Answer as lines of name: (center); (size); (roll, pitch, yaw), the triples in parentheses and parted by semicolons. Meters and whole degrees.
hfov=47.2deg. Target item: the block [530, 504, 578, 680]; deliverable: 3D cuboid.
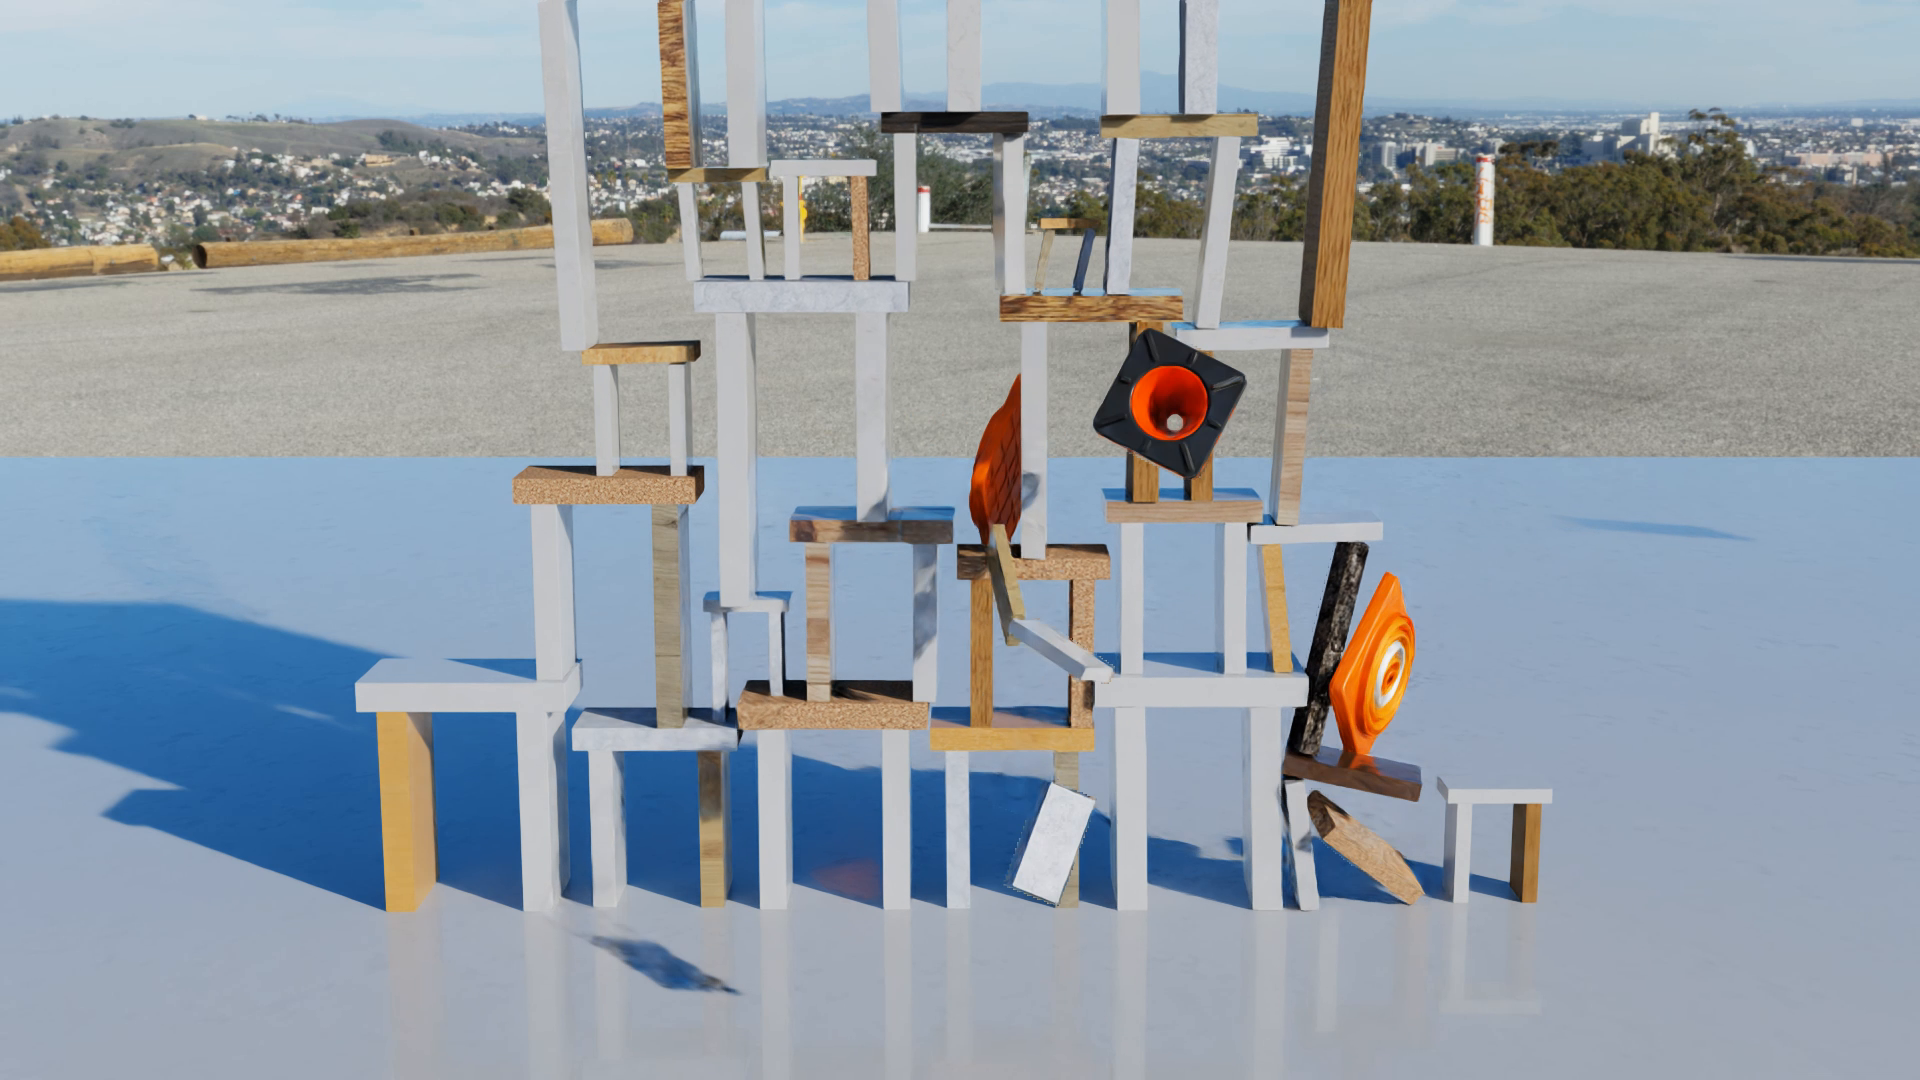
block: (-0.659, 0.071, 3.576); (0.041, 0.287, 0.144); (0, 11, 0)

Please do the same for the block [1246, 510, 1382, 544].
block: (0.568, -0.020, 3.552); (0.211, 0.030, 0.105); (-2, 11, 0)

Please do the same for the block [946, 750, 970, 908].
block: (-0.003, 0.459, 3.642); (0.038, 0.266, 0.133); (0, 11, 0)

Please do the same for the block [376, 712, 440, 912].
block: (-0.911, 0.425, 3.636); (0.048, 0.336, 0.168); (0, 11, 0)

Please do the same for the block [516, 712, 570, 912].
block: (-0.687, 0.425, 3.636); (0.048, 0.336, 0.168); (0, 11, 0)

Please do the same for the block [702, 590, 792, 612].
block: (-0.345, 0.100, 3.580); (0.140, 0.020, 0.070); (0, 11, 0)

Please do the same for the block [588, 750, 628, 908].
block: (-0.582, 0.459, 3.645); (0.038, 0.266, 0.133); (0, 11, 0)

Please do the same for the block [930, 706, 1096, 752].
block: (0.085, 0.310, 3.613); (0.266, 0.038, 0.133); (0, 11, 1)

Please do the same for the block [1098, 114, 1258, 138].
block: (0.338, -0.647, 3.431); (0.239, 0.034, 0.120); (0, 11, 1)

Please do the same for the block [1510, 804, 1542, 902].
block: (0.939, 0.507, 3.652); (0.024, 0.170, 0.085); (0, 11, 0)

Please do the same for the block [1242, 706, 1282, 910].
block: (0.499, 0.420, 3.641); (0.048, 0.342, 0.171); (-1, 11, 3)

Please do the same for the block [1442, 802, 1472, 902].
block: (0.825, 0.507, 3.652); (0.024, 0.170, 0.085); (0, 11, 0)

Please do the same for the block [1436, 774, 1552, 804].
block: (0.882, 0.411, 3.634); (0.170, 0.024, 0.085); (0, 11, 0)

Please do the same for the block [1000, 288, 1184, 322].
block: (0.209, -0.375, 3.498); (0.285, 0.040, 0.143); (0, 11, 3)

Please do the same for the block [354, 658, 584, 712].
block: (-0.799, 0.237, 3.601); (0.336, 0.048, 0.168); (0, 11, 0)

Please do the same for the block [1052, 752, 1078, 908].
block: (0.175, 0.460, 3.640); (0.038, 0.266, 0.133); (0, 11, 1)

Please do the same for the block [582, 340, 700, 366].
block: (-0.508, -0.299, 3.510); (0.177, 0.025, 0.089); (-2, 11, 0)

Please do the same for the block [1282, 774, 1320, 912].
block: (0.554, 0.485, 3.612); (0.031, 0.221, 0.110); (-8, 13, 2)

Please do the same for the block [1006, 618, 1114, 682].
block: (0.139, 0.153, 3.061); (0.140, 0.020, 0.070); (33, 14, 33)

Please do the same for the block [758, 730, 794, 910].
block: (-0.305, 0.440, 3.641); (0.043, 0.304, 0.152); (0, 11, 0)

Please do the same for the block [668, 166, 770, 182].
block: (-0.377, -0.573, 3.446); (0.151, 0.021, 0.076); (-1, 11, 0)

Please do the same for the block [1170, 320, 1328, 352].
block: (0.458, -0.325, 3.495); (0.238, 0.034, 0.119); (-1, 11, 1)

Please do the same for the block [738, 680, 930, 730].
block: (-0.204, 0.270, 3.609); (0.304, 0.043, 0.152); (0, 11, 1)

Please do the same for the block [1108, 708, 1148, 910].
block: (0.278, 0.421, 3.642); (0.048, 0.342, 0.171); (-1, 11, 0)

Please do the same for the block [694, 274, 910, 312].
block: (-0.246, -0.390, 3.480); (0.330, 0.047, 0.165); (0, 11, 1)

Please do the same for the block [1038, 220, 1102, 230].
block: (0.173, -0.500, 3.480); (0.096, 0.014, 0.048); (-1, 6, -5)

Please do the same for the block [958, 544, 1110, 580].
block: (0.118, 0.035, 3.559); (0.244, 0.035, 0.122); (0, 11, 0)

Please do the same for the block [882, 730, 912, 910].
block: (-0.103, 0.441, 3.641); (0.043, 0.304, 0.152); (0, 11, 0)

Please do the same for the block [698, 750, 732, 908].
block: (-0.405, 0.459, 3.645); (0.038, 0.266, 0.133); (0, 11, 0)

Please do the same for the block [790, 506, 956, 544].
block: (-0.139, -0.025, 3.554); (0.260, 0.037, 0.130); (0, 11, 2)

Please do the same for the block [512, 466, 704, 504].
block: (-0.564, -0.090, 3.546); (0.287, 0.041, 0.144); (0, 11, 0)

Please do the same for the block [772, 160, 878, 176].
block: (-0.211, -0.583, 3.442); (0.161, 0.023, 0.081); (0, 11, 0)

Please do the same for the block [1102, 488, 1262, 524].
block: (0.356, -0.056, 3.549); (0.247, 0.035, 0.124); (0, 11, 0)

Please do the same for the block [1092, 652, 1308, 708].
block: (0.387, 0.228, 3.605); (0.342, 0.048, 0.171); (0, 11, 0)

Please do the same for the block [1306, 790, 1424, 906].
block: (0.662, 0.504, 3.611); (0.221, 0.031, 0.110); (37, 15, -25)

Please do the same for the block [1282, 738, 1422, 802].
block: (0.637, 0.374, 3.576); (0.221, 0.031, 0.110); (11, 11, 8)

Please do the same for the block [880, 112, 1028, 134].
block: (-0.009, -0.651, 3.428); (0.226, 0.032, 0.113); (0, 11, -1)

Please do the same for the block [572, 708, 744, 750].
block: (-0.494, 0.310, 3.617); (0.266, 0.038, 0.133); (0, 11, 0)
